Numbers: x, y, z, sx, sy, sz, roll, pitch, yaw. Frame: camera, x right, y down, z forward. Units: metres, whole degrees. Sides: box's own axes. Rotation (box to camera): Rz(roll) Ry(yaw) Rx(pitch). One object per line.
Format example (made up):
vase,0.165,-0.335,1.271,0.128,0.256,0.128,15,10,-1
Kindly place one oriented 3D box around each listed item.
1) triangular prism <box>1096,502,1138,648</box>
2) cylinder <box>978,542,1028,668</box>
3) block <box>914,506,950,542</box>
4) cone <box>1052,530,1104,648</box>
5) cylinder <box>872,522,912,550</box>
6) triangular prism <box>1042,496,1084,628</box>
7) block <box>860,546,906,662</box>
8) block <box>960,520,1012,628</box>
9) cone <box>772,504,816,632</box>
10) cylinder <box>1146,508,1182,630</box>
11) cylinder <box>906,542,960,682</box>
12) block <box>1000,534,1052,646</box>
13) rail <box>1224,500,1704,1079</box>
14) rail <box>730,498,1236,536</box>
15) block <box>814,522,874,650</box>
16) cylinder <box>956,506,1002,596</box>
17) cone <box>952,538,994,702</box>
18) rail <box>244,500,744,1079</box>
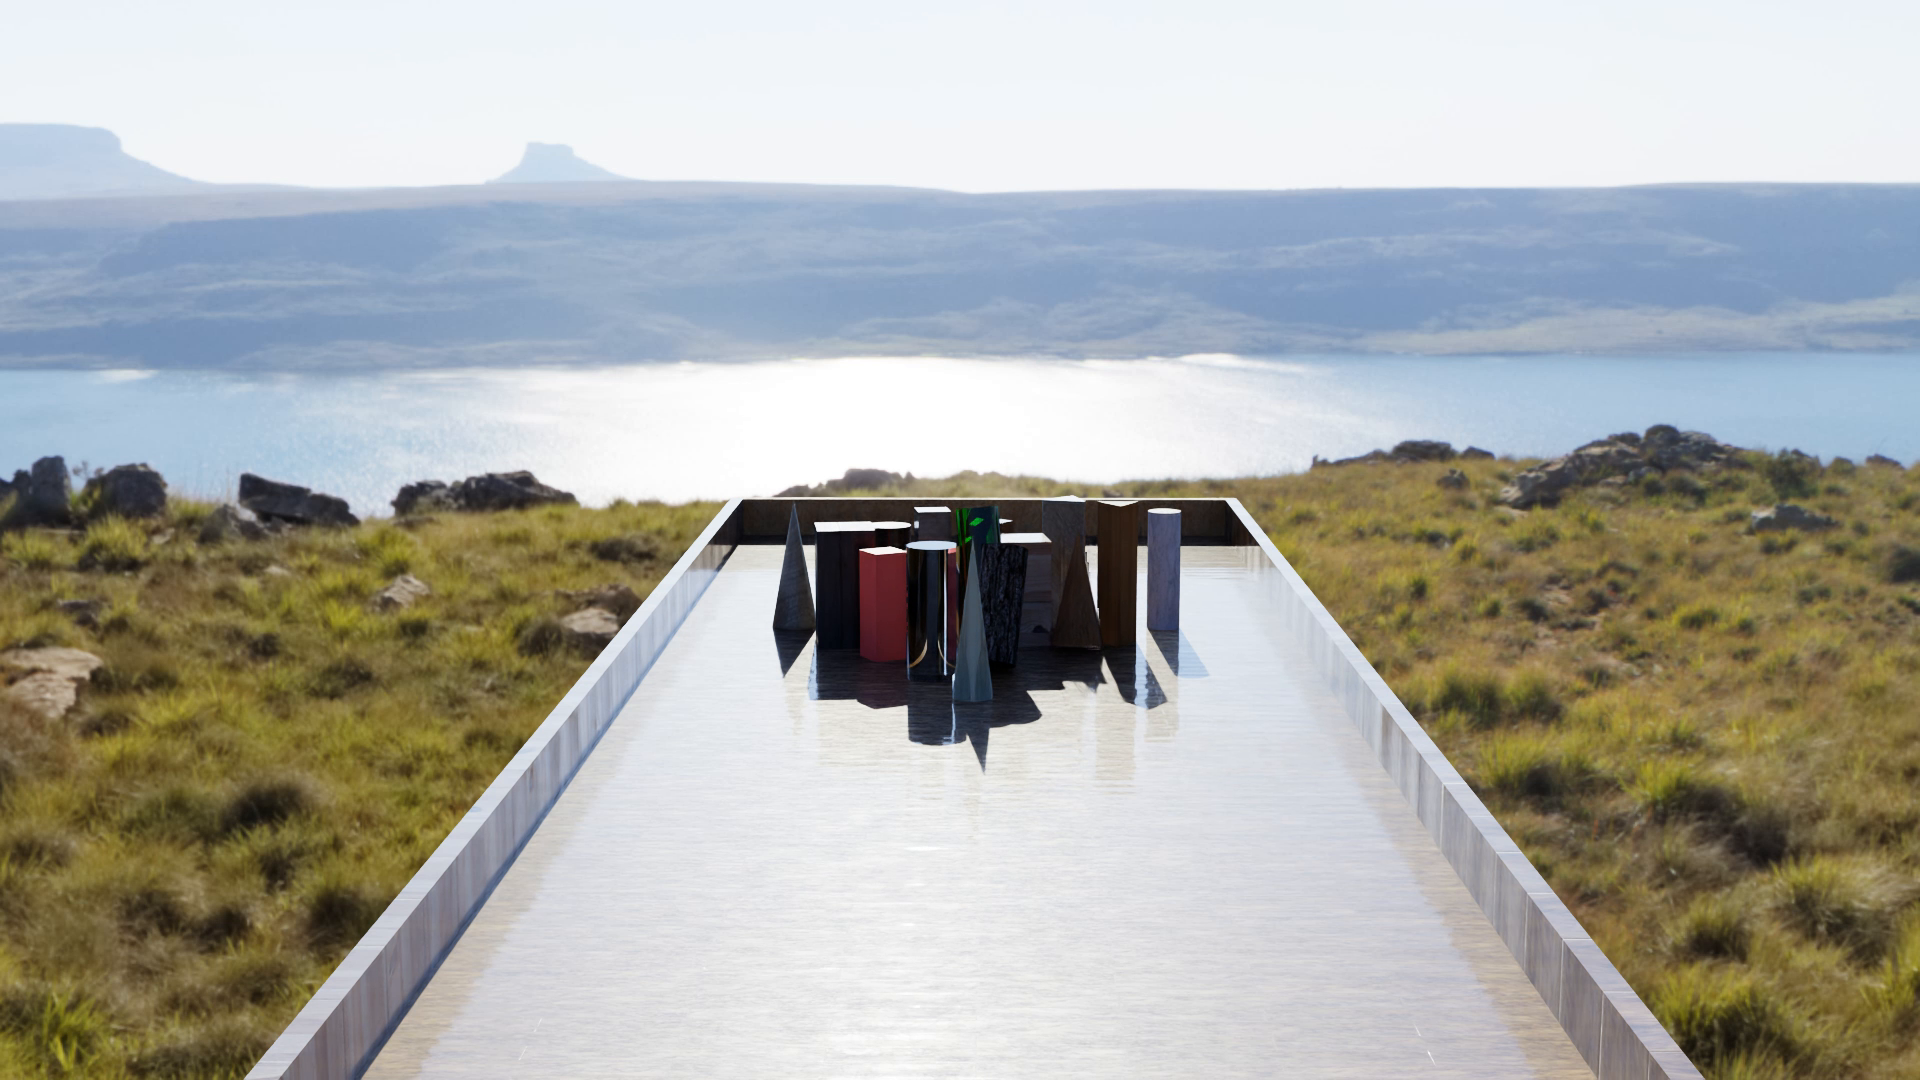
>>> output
triangular prism,0.513,0.103,6.928,0.108,0.447,0.125,-5,10,-30
cylinder,0.117,0.196,6.559,0.139,0.353,0.139,6,-12,1
block,-0.086,0.116,6.916,0.102,0.427,0.102,-1,9,-8
cone,0.366,0.144,6.851,0.164,0.371,0.164,0,0,0
cylinder,-0.230,0.119,7.181,0.142,0.338,0.142,0,9,0
triangular prism,0.353,0.072,7.201,0.141,0.423,0.122,3,9,17
block,-0.233,0.196,6.716,0.110,0.331,0.110,-5,10,-29
block,0.082,0.111,7.196,0.129,0.349,0.129,7,11,38
cone,-0.540,0.076,7.180,0.152,0.423,0.152,0,9,0
cylinder,0.665,0.095,7.179,0.107,0.384,0.107,0,9,0
cylinder,-0.079,0.209,6.434,0.155,0.393,0.155,0,9,0
block,0.189,0.157,6.958,0.175,0.332,0.175,-1,9,-6
rail,1.046,0.843,3.208,0.050,0.150,12.000,0,9,1
rail,0.099,-0.098,9.147,2.100,0.150,0.050,0,9,1
block,-0.363,0.142,6.922,0.179,0.373,0.179,-1,9,-6
cylinder,0.071,0.127,6.707,0.131,0.453,0.131,-5,0,0
cone,0.036,0.216,6.177,0.117,0.459,0.117,0,9,0
rail,-1.004,0.839,3.234,0.050,0.150,12.000,0,9,1
